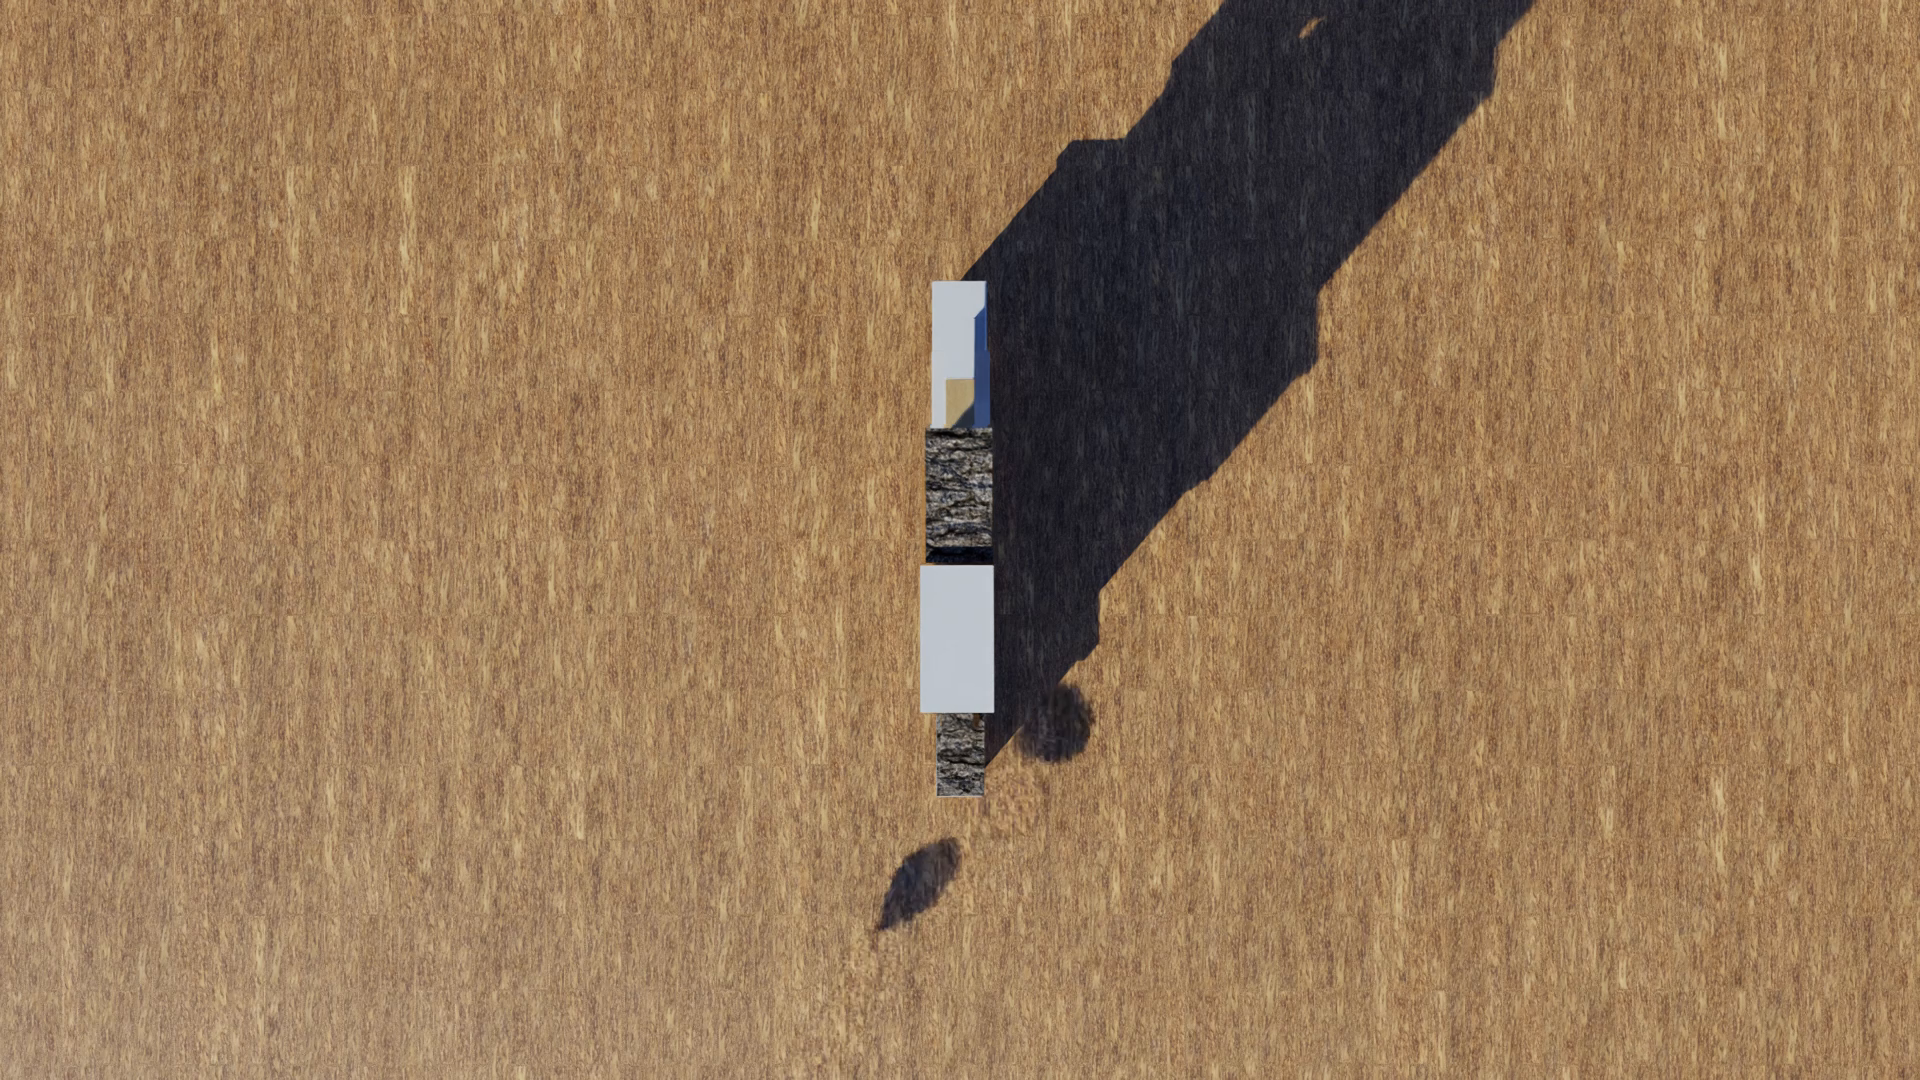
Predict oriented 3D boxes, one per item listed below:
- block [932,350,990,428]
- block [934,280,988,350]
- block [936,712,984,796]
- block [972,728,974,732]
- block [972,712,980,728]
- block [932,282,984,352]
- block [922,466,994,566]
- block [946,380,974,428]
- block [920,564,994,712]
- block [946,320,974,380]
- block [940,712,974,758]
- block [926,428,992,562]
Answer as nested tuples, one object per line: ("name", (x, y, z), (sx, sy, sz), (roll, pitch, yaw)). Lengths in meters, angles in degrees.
("block", (0.002, -0.332, 4.217), (0.148, 0.042, 0.297), (0, 90, 0))
("block", (0.002, -0.641, 5.147), (0.165, 0.047, 0.329), (0, 90, 0))
("block", (0.002, 0.579, 4.595), (0.132, 0.037, 0.265), (0, 90, 0))
("block", (-0.005, 0.511, 4.330), (0.077, 0.491, 0.022), (0, 90, 1))
("block", (0.002, 0.387, 4.253), (0.095, 0.027, 0.190), (0, 90, 0))
("block", (-0.004, -0.566, 4.556), (0.144, 0.041, 0.288), (0, 90, 0))
("block", (-0.004, -0.007, 4.012), (0.173, 0.049, 0.347), (0, 90, 0))
("block", (0.000, -0.322, 4.044), (0.071, 0.020, 0.141), (-1, 90, 0))
("block", (-0.006, 0.217, 3.642), (0.162, 0.046, 0.323), (0, 90, 0))
("block", (0.000, -0.465, 4.045), (0.071, 0.020, 0.141), (1, 90, 0))
("block", (-0.007, 0.458, 4.074), (0.077, 0.022, 0.154), (1, 90, 0))
("block", (-0.002, -0.099, 3.669), (0.148, 0.042, 0.297), (0, 90, 0))
